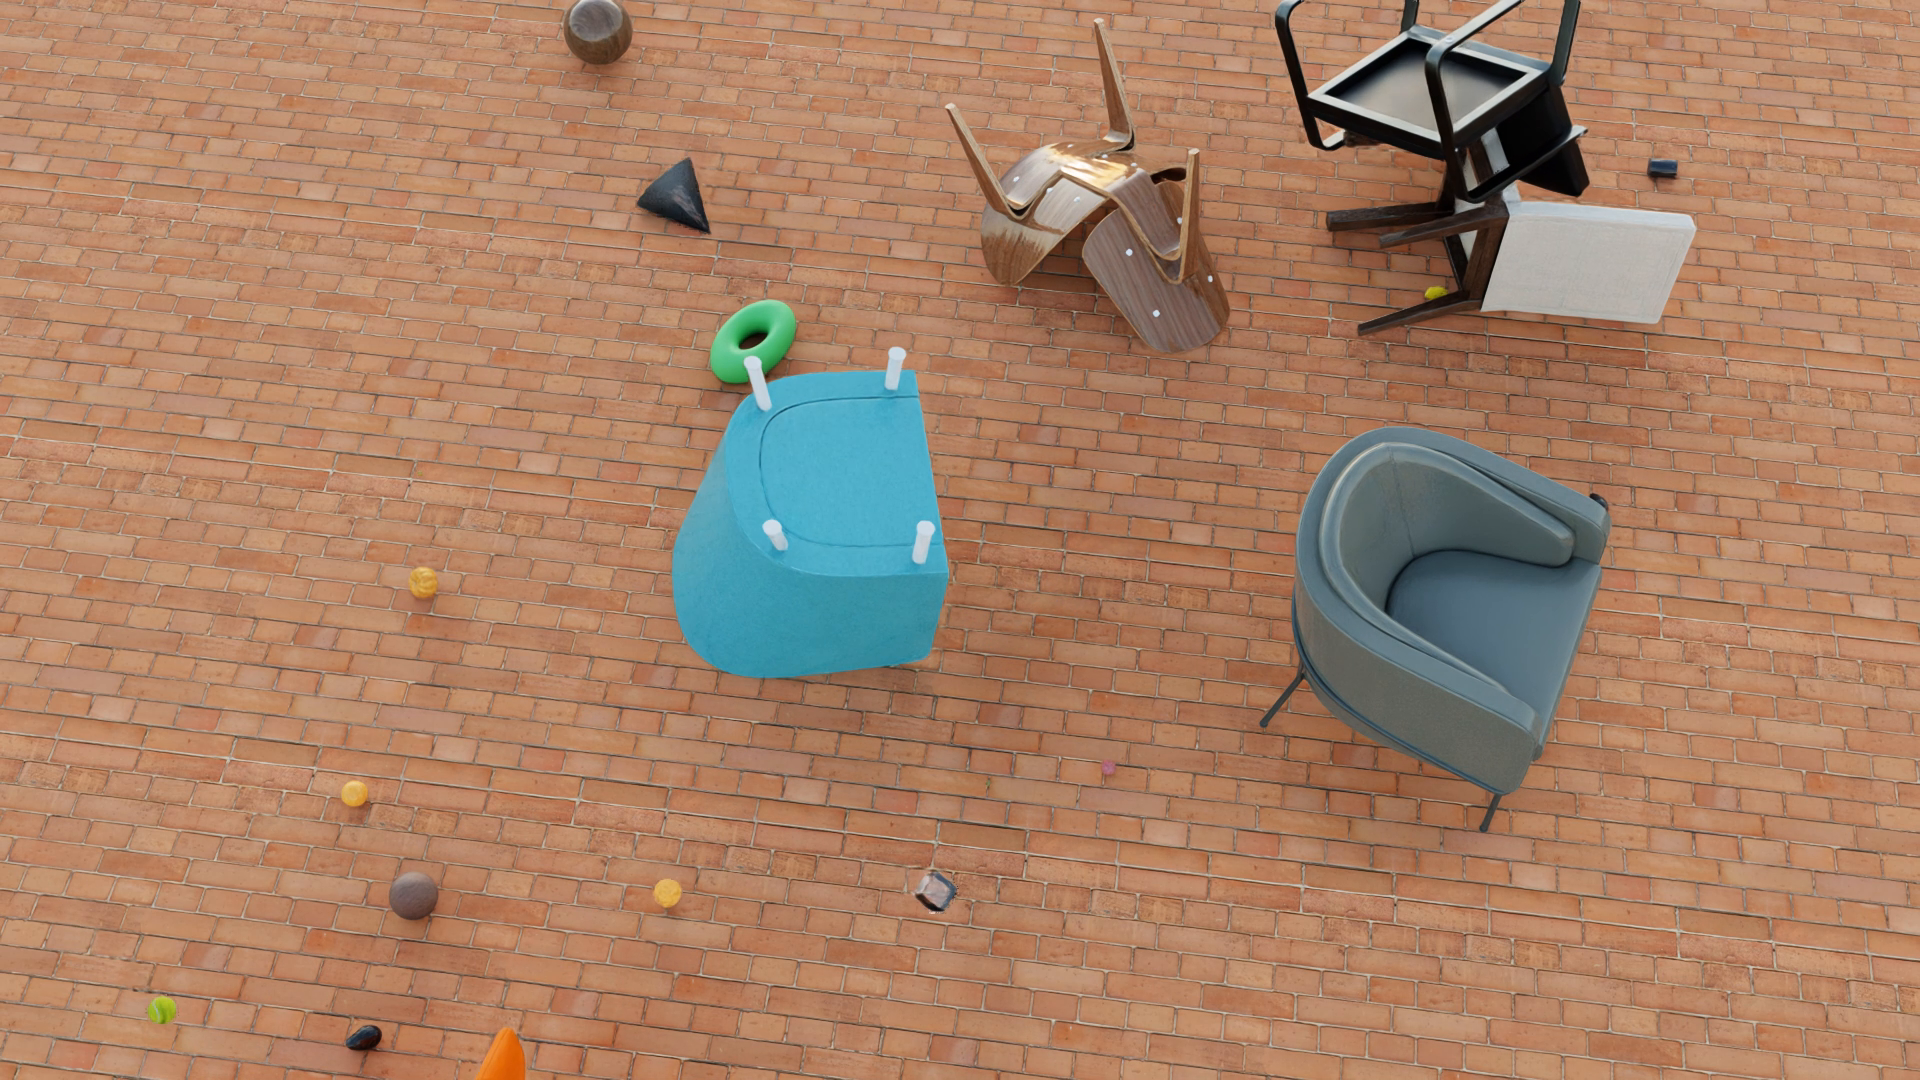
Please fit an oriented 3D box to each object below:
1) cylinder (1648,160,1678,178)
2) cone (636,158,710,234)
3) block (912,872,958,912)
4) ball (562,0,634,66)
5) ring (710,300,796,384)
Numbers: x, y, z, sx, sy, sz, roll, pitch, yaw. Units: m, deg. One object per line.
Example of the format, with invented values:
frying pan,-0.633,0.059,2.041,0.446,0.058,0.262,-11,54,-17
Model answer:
cylinder,2.357,-1.247,7.381,0.087,0.049,0.057,4,77,3
cone,-0.898,-1.093,7.249,0.242,0.211,0.231,-42,90,-22
block,-0.067,0.942,5.884,0.077,0.064,0.072,42,61,-14
ball,-1.253,-1.767,7.615,0.240,0.240,0.240,0,56,0
ring,-0.652,-0.625,6.924,0.211,0.116,0.343,32,61,17
